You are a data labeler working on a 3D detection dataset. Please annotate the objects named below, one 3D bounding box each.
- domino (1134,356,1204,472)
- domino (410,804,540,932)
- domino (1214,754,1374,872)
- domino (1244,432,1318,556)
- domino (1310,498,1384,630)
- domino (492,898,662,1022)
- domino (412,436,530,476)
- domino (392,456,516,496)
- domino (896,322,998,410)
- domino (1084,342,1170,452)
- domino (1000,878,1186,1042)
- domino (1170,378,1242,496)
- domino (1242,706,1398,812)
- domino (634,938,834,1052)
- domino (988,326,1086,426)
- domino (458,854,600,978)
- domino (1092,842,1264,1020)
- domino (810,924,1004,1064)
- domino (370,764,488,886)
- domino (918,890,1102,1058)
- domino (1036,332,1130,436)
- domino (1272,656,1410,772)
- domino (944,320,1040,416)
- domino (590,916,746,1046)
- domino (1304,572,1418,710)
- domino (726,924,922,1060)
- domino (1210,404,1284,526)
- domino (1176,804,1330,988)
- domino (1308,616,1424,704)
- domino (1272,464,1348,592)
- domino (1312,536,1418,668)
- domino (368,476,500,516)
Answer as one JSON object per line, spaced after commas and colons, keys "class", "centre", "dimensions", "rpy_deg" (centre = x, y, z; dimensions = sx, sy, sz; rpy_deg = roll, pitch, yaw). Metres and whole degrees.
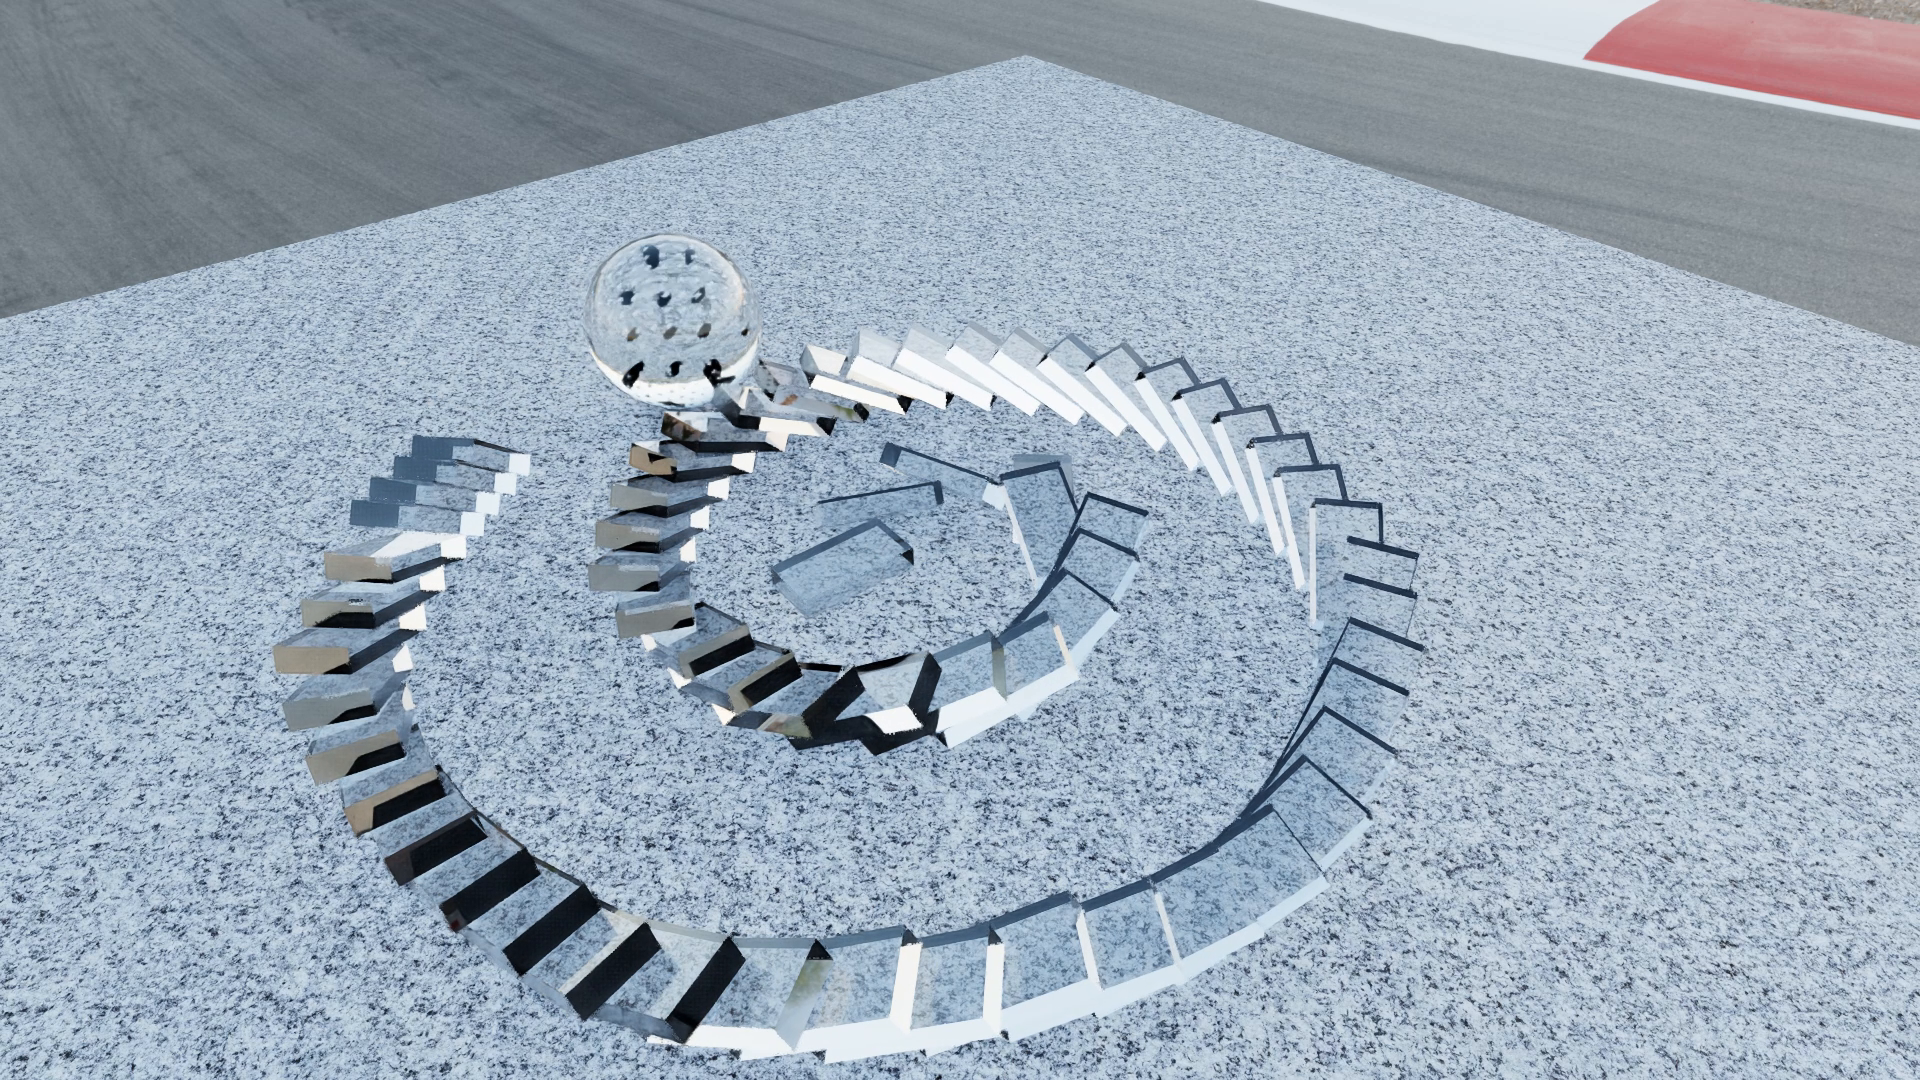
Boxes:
{"class": "domino", "centre": [0.103, -0.057, 0.496], "dimensions": [0.025, 0.009, 0.050], "rpy_deg": [-21, 71, -24]}
{"class": "domino", "centre": [-0.142, 0.092, 0.314], "dimensions": [0.025, 0.010, 0.050], "rpy_deg": [-33, 24, -34]}
{"class": "domino", "centre": [0.092, 0.089, 0.318], "dimensions": [0.050, 0.010, 0.025], "rpy_deg": [-42, 50, -6]}
{"class": "domino", "centre": [0.136, -0.019, 0.450], "dimensions": [0.025, 0.009, 0.050], "rpy_deg": [-6, 66, -8]}
{"class": "domino", "centre": [0.146, 0.009, 0.415], "dimensions": [0.025, 0.009, 0.050], "rpy_deg": [5, 67, 6]}
{"class": "domino", "centre": [-0.105, 0.108, 0.294], "dimensions": [0.050, 0.010, 0.025], "rpy_deg": [0, 31, 44]}
{"class": "domino", "centre": [-0.204, -0.035, 0.461], "dimensions": [0.025, 0.010, 0.050], "rpy_deg": [3, -3, 4]}
{"class": "domino", "centre": [-0.206, -0.026, 0.451], "dimensions": [0.025, 0.009, 0.050], "rpy_deg": [3, -3, 4]}
{"class": "domino", "centre": [-0.004, -0.083, 0.528], "dimensions": [0.050, 0.010, 0.025], "rpy_deg": [27, 39, -11]}
{"class": "domino", "centre": [0.083, -0.067, 0.507], "dimensions": [0.025, 0.010, 0.050], "rpy_deg": [-34, 77, -34]}
{"class": "domino", "centre": [0.032, 0.111, 0.291], "dimensions": [0.050, 0.010, 0.025], "rpy_deg": [-25, 39, 11]}
{"class": "domino", "centre": [0.116, -0.046, 0.482], "dimensions": [0.025, 0.010, 0.050], "rpy_deg": [-17, 69, -20]}
{"class": "domino", "centre": [0.107, 0.077, 0.332], "dimensions": [0.025, 0.009, 0.050], "rpy_deg": [34, 76, 34]}
{"class": "domino", "centre": [-0.060, 0.117, 0.284], "dimensions": [0.050, 0.009, 0.025], "rpy_deg": [-12, 32, 30]}
{"class": "domino", "centre": [0.041, -0.078, 0.522], "dimensions": [0.050, 0.009, 0.025], "rpy_deg": [36, 45, 0]}
{"class": "domino", "centre": [-0.123, 0.101, 0.304], "dimensions": [0.050, 0.009, 0.025], "rpy_deg": [1, 30, 46]}
{"class": "domino", "centre": [0.053, 0.106, 0.298], "dimensions": [0.050, 0.010, 0.025], "rpy_deg": [-29, 42, 6]}
{"class": "domino", "centre": [-0.014, 0.117, 0.284], "dimensions": [0.050, 0.010, 0.025], "rpy_deg": [-18, 35, 20]}
{"class": "domino", "centre": [-0.160, 0.083, 0.326], "dimensions": [0.025, 0.009, 0.050], "rpy_deg": [-28, 21, -30]}
{"class": "domino", "centre": [0.010, 0.114, 0.288], "dimensions": [0.050, 0.010, 0.025], "rpy_deg": [-25, 39, 11]}
{"class": "domino", "centre": [0.063, -0.073, 0.516], "dimensions": [0.050, 0.009, 0.025], "rpy_deg": [42, 50, 6]}
{"class": "domino", "centre": [0.119, 0.065, 0.348], "dimensions": [0.025, 0.009, 0.050], "rpy_deg": [25, 72, 28]}
{"class": "domino", "centre": [0.020, -0.083, 0.527], "dimensions": [0.050, 0.009, 0.025], "rpy_deg": [34, 44, -1]}
{"class": "domino", "centre": [-0.083, 0.114, 0.288], "dimensions": [0.050, 0.009, 0.025], "rpy_deg": [-6, 31, 37]}
{"class": "domino", "centre": [0.139, 0.038, 0.380], "dimensions": [0.025, 0.009, 0.050], "rpy_deg": [17, 69, 19]}
{"class": "domino", "centre": [-0.036, 0.117, 0.284], "dimensions": [0.050, 0.010, 0.025], "rpy_deg": [-18, 35, 21]}
{"class": "domino", "centre": [0.128, -0.033, 0.466], "dimensions": [0.025, 0.010, 0.050], "rpy_deg": [-10, 67, -12]}
{"class": "domino", "centre": [0.074, 0.098, 0.306], "dimensions": [0.050, 0.010, 0.025], "rpy_deg": [-34, 45, 1]}
{"class": "domino", "centre": [0.131, 0.053, 0.363], "dimensions": [0.025, 0.010, 0.050], "rpy_deg": [24, 71, 26]}
{"class": "domino", "centre": [0.141, -0.005, 0.433], "dimensions": [0.025, 0.009, 0.050], "rpy_deg": [-3, 66, -4]}
{"class": "domino", "centre": [0.146, 0.025, 0.396], "dimensions": [0.025, 0.010, 0.050], "rpy_deg": [16, 68, 18]}
{"class": "domino", "centre": [-0.209, -0.017, 0.440], "dimensions": [0.025, 0.009, 0.050], "rpy_deg": [4, -3, 5]}
